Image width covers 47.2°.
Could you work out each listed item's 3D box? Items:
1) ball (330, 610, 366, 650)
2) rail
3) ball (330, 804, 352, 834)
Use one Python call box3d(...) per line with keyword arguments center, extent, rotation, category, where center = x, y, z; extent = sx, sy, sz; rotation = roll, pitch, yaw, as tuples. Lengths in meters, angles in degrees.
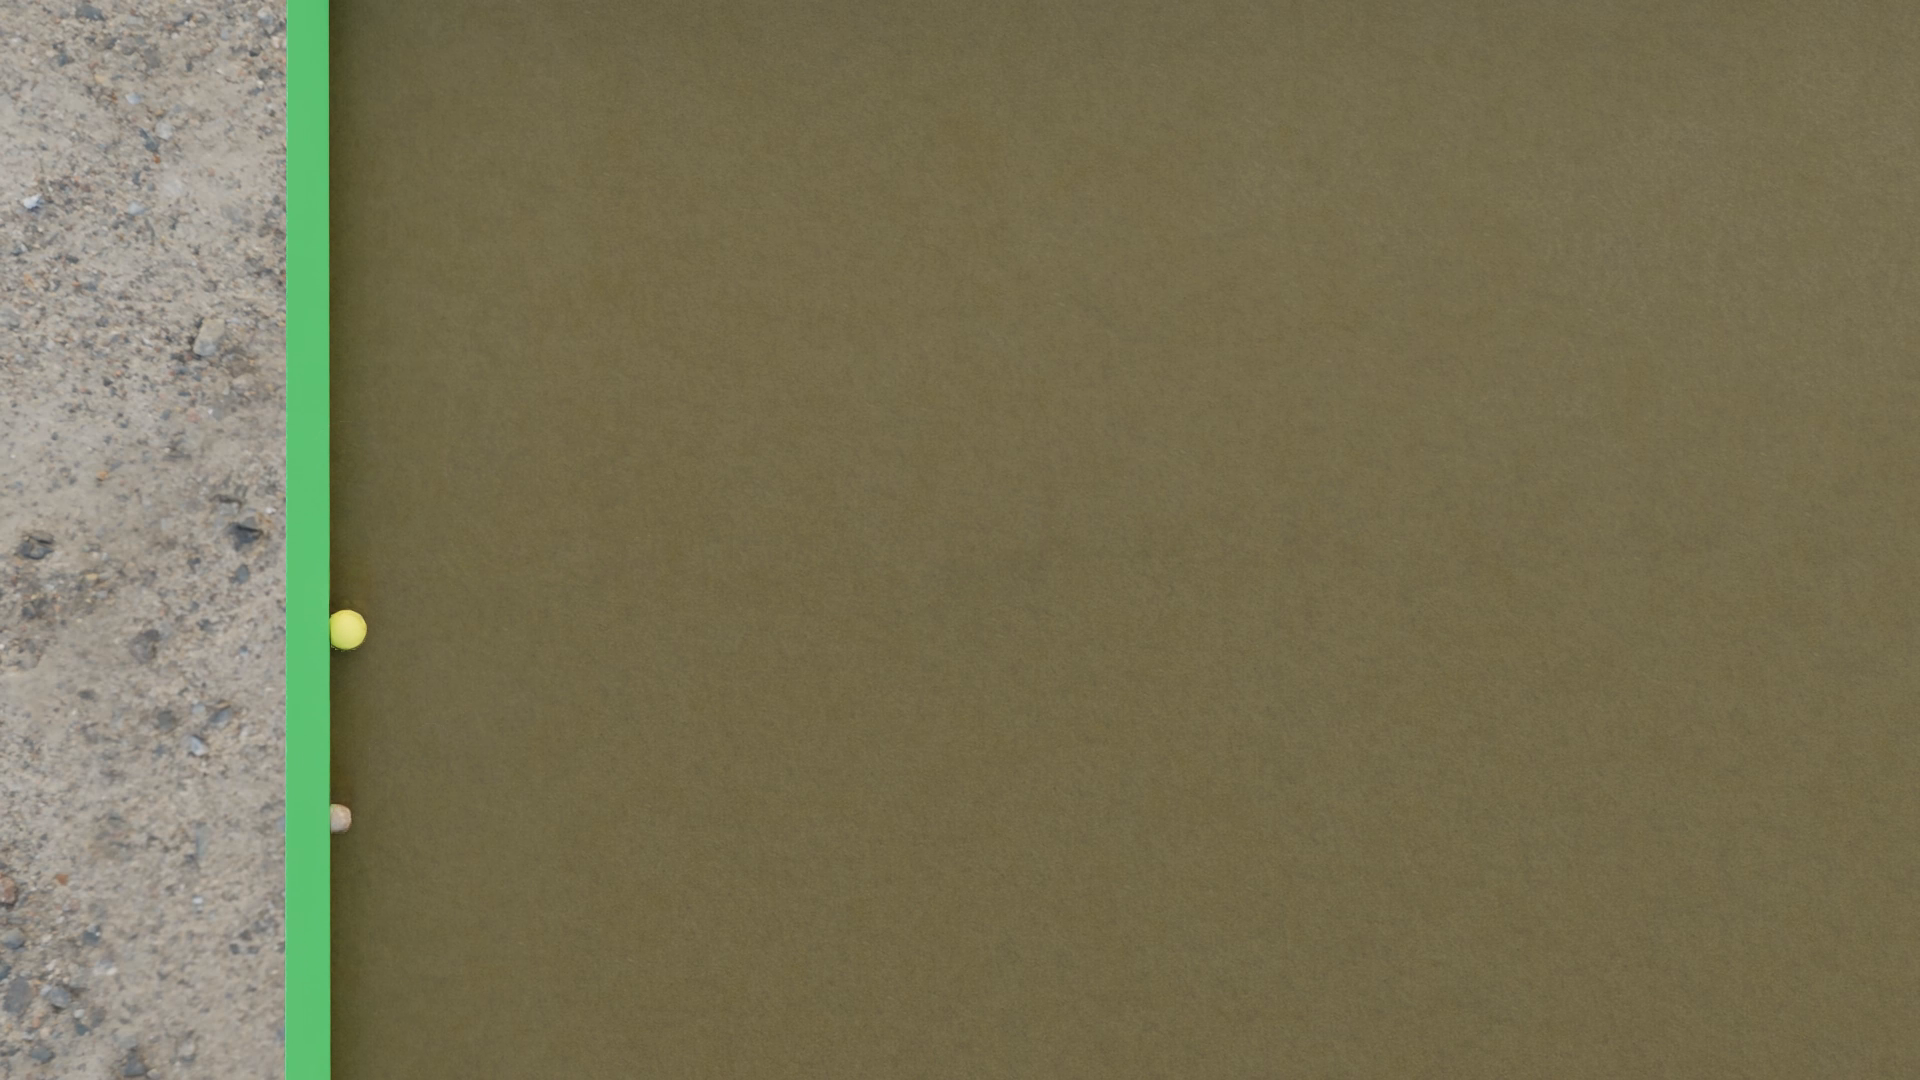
box3d(center=(-0.908, 0.133, 3.253), extent=(0.059, 0.059, 0.059), rotation=(0, 82, 0), category="ball")
box3d(center=(-0.951, 0.034, 3.236), extent=(0.045, 0.119, 2.166), rotation=(-2, 82, 0), category="rail")
box3d(center=(-0.913, 0.408, 3.222), extent=(0.043, 0.043, 0.043), rotation=(0, 82, 0), category="ball")
